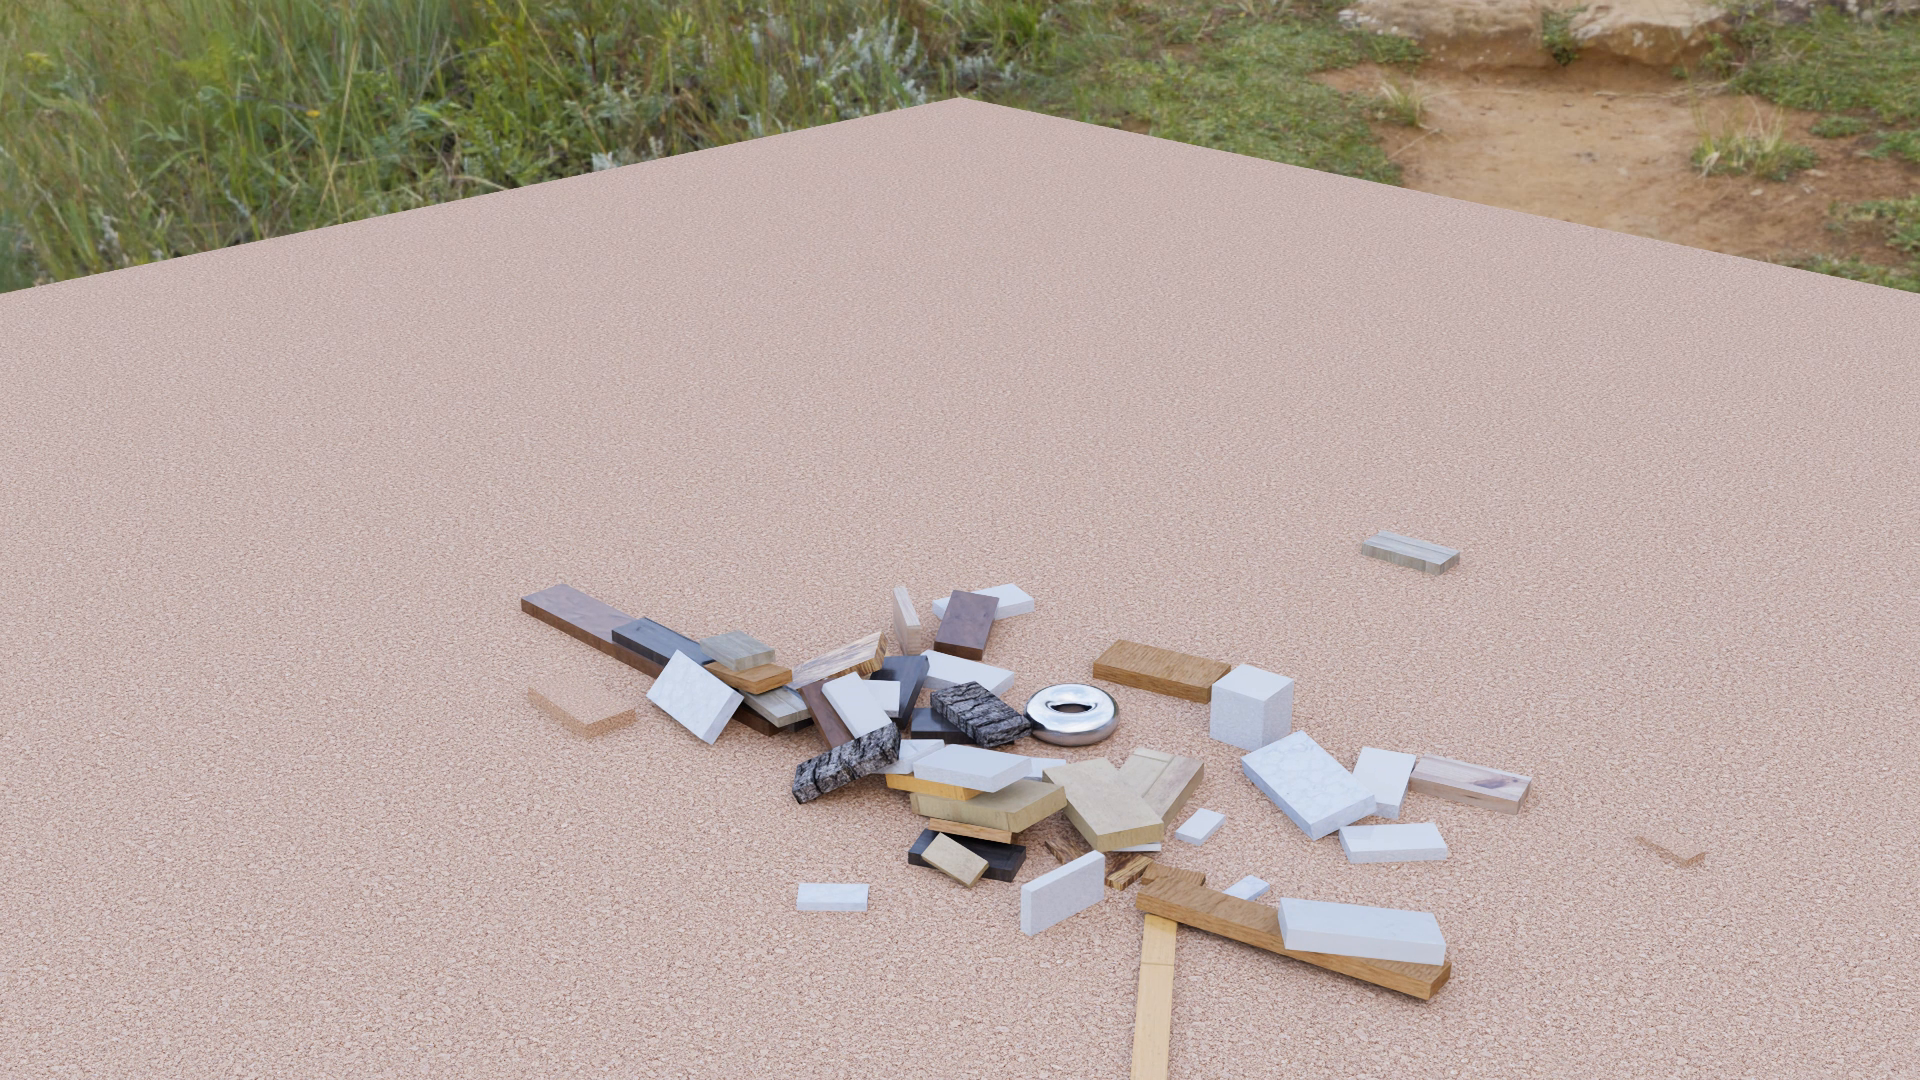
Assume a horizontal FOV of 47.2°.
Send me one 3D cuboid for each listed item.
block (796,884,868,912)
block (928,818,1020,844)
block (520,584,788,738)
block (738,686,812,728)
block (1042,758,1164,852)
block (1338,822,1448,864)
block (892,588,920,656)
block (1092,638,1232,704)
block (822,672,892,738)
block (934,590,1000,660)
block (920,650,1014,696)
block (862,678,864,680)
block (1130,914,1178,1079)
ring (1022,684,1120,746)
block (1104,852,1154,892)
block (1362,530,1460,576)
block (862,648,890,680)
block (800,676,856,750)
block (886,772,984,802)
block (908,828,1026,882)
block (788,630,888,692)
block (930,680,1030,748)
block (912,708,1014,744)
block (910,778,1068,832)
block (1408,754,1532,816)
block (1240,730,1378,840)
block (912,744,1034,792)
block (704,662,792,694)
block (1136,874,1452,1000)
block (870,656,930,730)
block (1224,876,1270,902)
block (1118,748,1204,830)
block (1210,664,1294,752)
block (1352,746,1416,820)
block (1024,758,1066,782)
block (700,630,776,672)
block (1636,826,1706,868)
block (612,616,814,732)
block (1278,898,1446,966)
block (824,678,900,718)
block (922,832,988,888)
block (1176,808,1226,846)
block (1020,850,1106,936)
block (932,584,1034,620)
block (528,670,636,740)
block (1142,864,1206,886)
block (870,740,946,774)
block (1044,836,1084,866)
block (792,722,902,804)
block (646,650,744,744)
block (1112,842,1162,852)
[{"bbox_3d":[-0.240,0.674,4.149,0.131,0.019,0.066,0,23,1],"label":"block"},{"bbox_3d":[0.028,0.571,4.317,0.164,0.023,0.082,8,-7,13],"label":"block"},{"bbox_3d":[-0.696,0.266,5.088,0.921,0.035,0.124,21,31,40],"label":"block"},{"bbox_3d":[-0.399,0.351,4.742,0.083,0.023,0.166,-15,27,-32],"label":"block"},{"bbox_3d":[0.281,0.524,4.368,0.140,0.040,0.280,-8,24,-19],"label":"block"},{"bbox_3d":[0.850,0.596,4.322,0.191,0.027,0.095,-2,23,-4],"label":"block"},{"bbox_3d":[-0.125,0.203,5.145,0.030,0.107,0.214,-4,23,-10],"label":"block"},{"bbox_3d":[0.459,0.298,5.007,0.280,0.040,0.140,12,26,26],"label":"block"},{"bbox_3d":[-0.214,0.360,4.673,0.083,0.023,0.166,-20,59,-32],"label":"block"},{"bbox_3d":[0.017,0.200,5.194,0.114,0.032,0.229,10,32,7],"label":"block"},{"bbox_3d":[-0.005,0.310,4.989,0.230,0.033,0.115,13,26,28],"label":"block"},{"bbox_3d":[-0.268,0.328,4.887,0.107,0.030,0.214,-28,22,6],"label":"block"},{"bbox_3d":[0.328,0.843,3.752,0.059,0.017,0.721,3,23,7],"label":"block"},{"bbox_3d":[0.242,0.379,4.780,0.213,0.071,0.213,-1,24,0],"label":"ring"},{"bbox_3d":[0.319,0.637,4.238,0.056,0.016,0.112,16,28,34],"label":"block"},{"bbox_3d":[1.156,0.033,5.644,0.221,0.031,0.111,17,28,35],"label":"block"},{"bbox_3d":[-0.201,0.301,5.013,0.107,0.030,0.214,-6,24,-13],"label":"block"},{"bbox_3d":[-0.270,0.374,4.683,0.083,0.023,0.166,-15,60,-26],"label":"block"},{"bbox_3d":[-0.032,0.480,4.464,0.227,0.032,0.113,4,19,46],"label":"block"},{"bbox_3d":[0.014,0.613,4.280,0.210,0.027,0.095,8,24,17],"label":"block"},{"bbox_3d":[-0.274,0.284,4.902,0.229,0.033,0.115,-23,24,19],"label":"block"},{"bbox_3d":[0.043,0.376,4.754,0.114,0.032,0.229,-13,26,-28],"label":"block"},{"bbox_3d":[0.007,0.403,4.770,0.221,0.031,0.111,0,23,0],"label":"block"},{"bbox_3d":[0.055,0.519,4.396,0.293,0.042,0.147,3,19,45],"label":"block"},{"bbox_3d":[1.052,0.503,4.535,0.225,0.032,0.112,12,26,25],"label":"block"},{"bbox_3d":[0.709,0.497,4.487,0.147,0.042,0.293,-23,28,-12],"label":"block"},{"bbox_3d":[0.024,0.454,4.389,0.113,0.032,0.227,-22,17,-40],"label":"block"},{"bbox_3d":[-0.467,0.294,4.828,0.099,0.028,0.197,-18,19,-38],"label":"block"},{"bbox_3d":[0.601,0.718,4.001,0.570,0.032,0.113,13,16,28],"label":"block"},{"bbox_3d":[-0.151,0.336,4.847,0.114,0.032,0.229,-3,33,18],"label":"block"},{"bbox_3d":[0.540,0.667,4.171,0.047,0.013,0.095,21,30,40],"label":"block"},{"bbox_3d":[0.379,0.519,4.485,0.147,0.042,0.293,10,25,23],"label":"block"},{"bbox_3d":[0.629,0.364,4.740,0.128,0.128,0.128,17,28,34],"label":"block"},{"bbox_3d":[0.868,0.500,4.541,0.112,0.032,0.225,8,24,18],"label":"block"},{"bbox_3d":[0.099,0.481,4.597,0.240,0.023,0.082,3,23,8],"label":"block"},{"bbox_3d":[-0.497,0.246,4.906,0.099,0.028,0.197,-13,17,-26],"label":"block"},{"bbox_3d":[1.396,0.602,4.321,0.059,0.017,0.119,-15,27,-32],"label":"block"},{"bbox_3d":[-0.547,0.296,4.937,0.099,0.028,0.645,-21,31,-41],"label":"block"},{"bbox_3d":[0.721,0.704,3.958,0.280,0.040,0.140,6,14,1],"label":"block"},{"bbox_3d":[-0.213,0.341,4.753,0.164,0.023,0.082,2,46,-1],"label":"block"},{"bbox_3d":[-0.009,0.616,4.226,0.119,0.017,0.059,28,63,29],"label":"block"},{"bbox_3d":[0.480,0.573,4.391,0.056,0.016,0.112,14,27,30],"label":"block"},{"bbox_3d":[0.192,0.656,4.091,0.191,0.095,0.027,-19,30,-38],"label":"block"},{"bbox_3d":[0.057,0.160,5.343,0.221,0.031,0.111,-12,26,-26],"label":"block"},{"bbox_3d":[-0.838,0.362,4.863,0.124,0.035,0.248,-18,29,-36],"label":"block"},{"bbox_3d":[0.409,0.649,4.210,0.112,0.016,0.056,8,24,19],"label":"block"},{"bbox_3d":[-0.145,0.449,4.560,0.113,0.032,0.227,-22,11,-41],"label":"block"},{"bbox_3d":[0.208,0.611,4.304,0.047,0.013,0.095,-10,25,-22],"label":"block"},{"bbox_3d":[-0.231,0.457,4.511,0.230,0.033,0.115,-25,20,12],"label":"block"},{"bbox_3d":[-0.581,0.342,4.807,0.035,0.124,0.248,38,-6,-41],"label":"block"},{"bbox_3d":[0.344,0.599,4.308,0.094,0.013,0.047,0,0,-1],"label":"block"}]
